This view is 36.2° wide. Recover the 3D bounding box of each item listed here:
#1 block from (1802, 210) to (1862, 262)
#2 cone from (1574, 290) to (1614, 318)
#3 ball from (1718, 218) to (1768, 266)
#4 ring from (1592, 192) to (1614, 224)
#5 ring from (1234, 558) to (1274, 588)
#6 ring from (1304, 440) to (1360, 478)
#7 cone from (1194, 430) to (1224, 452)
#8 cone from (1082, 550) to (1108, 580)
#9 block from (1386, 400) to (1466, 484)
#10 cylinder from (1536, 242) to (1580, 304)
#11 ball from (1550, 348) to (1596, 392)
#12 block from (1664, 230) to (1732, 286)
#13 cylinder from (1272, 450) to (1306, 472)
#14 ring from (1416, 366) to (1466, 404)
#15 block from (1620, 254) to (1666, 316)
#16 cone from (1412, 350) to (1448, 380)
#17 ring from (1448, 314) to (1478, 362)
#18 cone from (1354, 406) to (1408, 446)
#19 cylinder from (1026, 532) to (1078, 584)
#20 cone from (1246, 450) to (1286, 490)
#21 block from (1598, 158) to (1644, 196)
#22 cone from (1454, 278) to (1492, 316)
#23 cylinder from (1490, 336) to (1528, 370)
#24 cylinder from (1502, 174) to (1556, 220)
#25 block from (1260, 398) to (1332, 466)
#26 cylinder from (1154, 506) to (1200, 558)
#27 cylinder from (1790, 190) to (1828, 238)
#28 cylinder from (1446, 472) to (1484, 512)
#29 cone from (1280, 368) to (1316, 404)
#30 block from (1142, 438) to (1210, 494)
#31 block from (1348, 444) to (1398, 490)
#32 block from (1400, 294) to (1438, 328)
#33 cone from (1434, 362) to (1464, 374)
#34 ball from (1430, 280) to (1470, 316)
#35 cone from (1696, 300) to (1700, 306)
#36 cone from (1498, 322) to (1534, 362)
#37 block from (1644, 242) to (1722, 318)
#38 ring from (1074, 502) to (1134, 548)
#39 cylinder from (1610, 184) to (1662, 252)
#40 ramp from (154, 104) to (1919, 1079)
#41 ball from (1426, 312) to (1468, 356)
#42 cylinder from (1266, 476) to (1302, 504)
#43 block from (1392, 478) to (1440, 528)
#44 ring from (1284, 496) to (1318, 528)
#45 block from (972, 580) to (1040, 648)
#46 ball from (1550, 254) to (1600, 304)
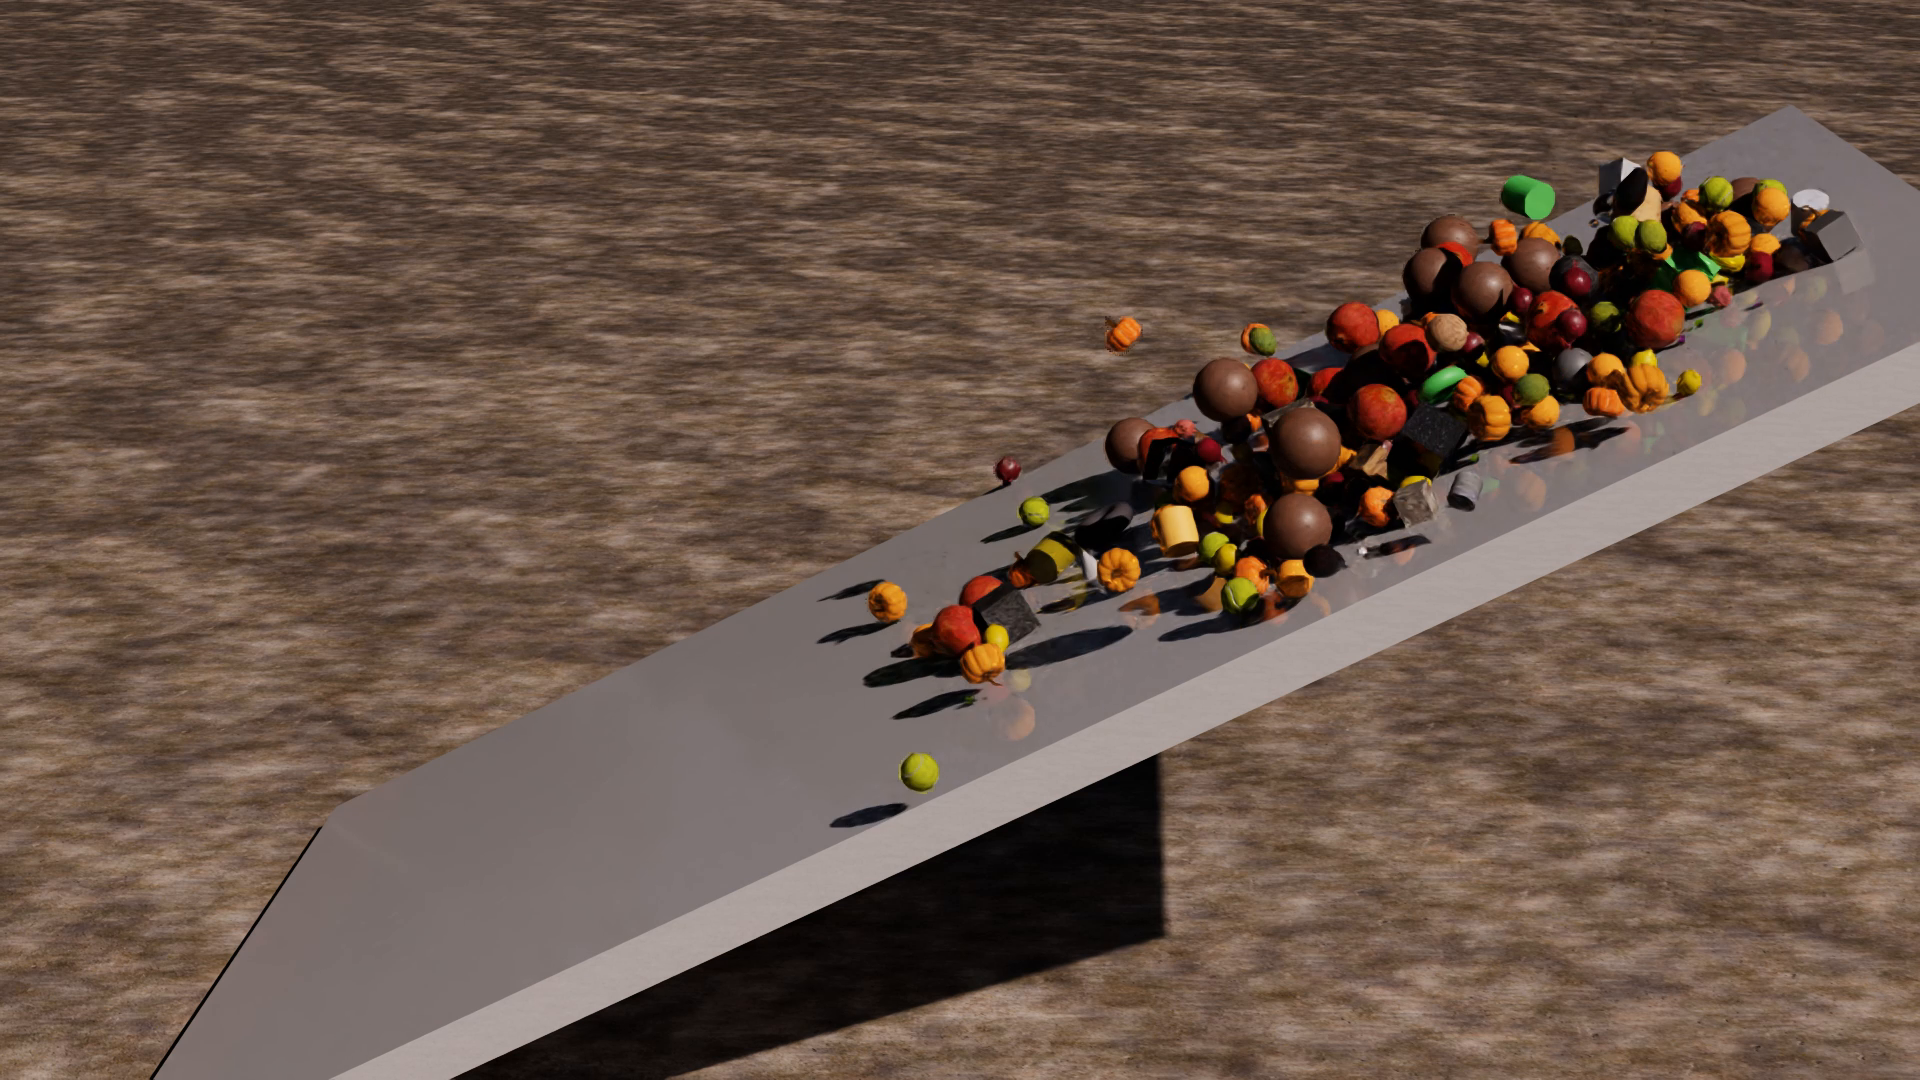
[{"bbox_3d":[1.676,-0.584,5.654,0.068,0.068,0.068,-35,14,0],"label":"block"},{"bbox_3d":[1.319,-0.486,6.063,0.074,0.074,0.074,-15,25,-41],"label":"cone"},{"bbox_3d":[1.562,-0.595,5.870,0.096,0.096,0.096,0,17,0],"label":"ball"},{"bbox_3d":[1.372,-0.690,6.120,0.109,0.036,0.109,6,-20,2],"label":"ring"},{"bbox_3d":[0.557,0.064,5.577,0.083,0.028,0.083,-28,13,7],"label":"ring"},{"bbox_3d":[0.758,-0.165,5.989,0.124,0.041,0.124,-25,15,7],"label":"ring"},{"bbox_3d":[0.559,-0.213,6.576,0.064,0.064,0.064,4,17,13],"label":"cone"},{"bbox_3d":[0.268,0.044,6.143,0.059,0.059,0.059,-26,14,7],"label":"cone"},{"bbox_3d":[0.873,-0.181,5.509,0.096,0.096,0.096,32,57,11],"label":"block"},{"bbox_3d":[1.288,-0.565,6.235,0.095,0.095,0.095,44,22,-1],"label":"cylinder"},{"bbox_3d":[1.180,-0.327,5.657,0.087,0.087,0.087,0,17,0],"label":"ball"},{"bbox_3d":[1.480,-0.557,5.897,0.088,0.088,0.088,-29,12,9],"label":"block"},{"bbox_3d":[0.702,-0.202,6.099,0.092,0.092,0.092,5,28,17],"label":"cylinder"},{"bbox_3d":[0.948,-0.303,5.799,0.109,0.036,0.109,-26,-18,-9],"label":"ring"},{"bbox_3d":[1.385,-0.515,5.924,0.081,0.081,0.081,-14,22,25],"label":"block"},{"bbox_3d":[0.968,-0.335,6.009,0.073,0.073,0.073,-2,51,-5],"label":"cone"},{"bbox_3d":[1.044,-0.424,6.185,0.103,0.103,0.034,-5,13,-17],"label":"ring"},{"bbox_3d":[0.863,-0.245,5.936,0.098,0.098,0.098,-31,13,11],"label":"cone"},{"bbox_3d":[0.195,0.037,6.265,0.081,0.081,0.081,11,35,32],"label":"cylinder"},{"bbox_3d":[0.651,-0.132,6.080,0.085,0.085,0.085,24,29,39],"label":"cone"},{"bbox_3d":[1.373,-0.746,6.108,0.064,0.064,0.064,15,-18,-32],"label":"block"},{"bbox_3d":[1.108,-0.531,6.433,0.081,0.081,0.081,-7,17,-39],"label":"cone"},{"bbox_3d":[1.122,-0.382,6.011,0.068,0.068,0.068,6,-1,18],"label":"cylinder"},{"bbox_3d":[1.163,-0.702,6.021,0.077,0.077,0.077,-9,23,-26],"label":"cylinder"},{"bbox_3d":[0.668,-0.216,5.857,0.099,0.099,0.099,-24,8,0],"label":"block"},{"bbox_3d":[0.435,-0.016,5.887,0.078,0.078,0.078,-11,-23,-5],"label":"cylinder"},{"bbox_3d":[1.681,-0.644,5.819,0.070,0.070,0.070,-6,39,5],"label":"cylinder"},{"bbox_3d":[0.895,-0.086,5.211,0.051,0.051,0.051,11,63,33],"label":"cylinder"},{"bbox_3d":[0.742,-0.325,6.563,0.085,0.085,0.085,17,-24,8],"label":"cone"},{"bbox_3d":[0.466,-0.161,6.350,0.092,0.092,0.092,19,-11,-28],"label":"block"},{"bbox_3d":[0.808,-0.144,5.733,0.062,0.062,0.062,39,-8,-18],"label":"block"},{"bbox_3d":[1.003,-0.501,6.425,0.057,0.057,0.057,-17,13,-13],"label":"block"},{"bbox_3d":[0.979,-0.335,5.921,0.056,0.056,0.056,6,15,-12],"label":"cone"},{"bbox_3d":[1.090,-0.529,6.540,0.100,0.100,0.100,0,17,0],"label":"ball"},{"bbox_3d":[1.451,-0.482,5.817,0.064,0.064,0.064,-4,41,-13],"label":"cone"},{"bbox_3d":[1.114,-0.391,5.952,0.075,0.075,0.075,11,32,-7],"label":"cone"},{"bbox_3d":[1.407,-0.507,5.728,0.089,0.089,0.089,38,49,13],"label":"block"},{"bbox_3d":[0.311,-0.034,6.355,0.142,0.047,0.142,-32,12,7],"label":"ring"},{"bbox_3d":[1.384,-0.660,6.020,0.098,0.098,0.098,4,59,13],"label":"cylinder"},{"bbox_3d":[0.140,0.168,6.281,4.000,0.100,2.000,-26,14,10],"label":"ramp"},{"bbox_3d":[0.956,-0.405,5.778,0.083,0.083,0.083,0,17,0],"label":"ball"},{"bbox_3d":[0.654,-0.099,5.924,0.052,0.052,0.052,-11,0,-33],"label":"cylinder"},{"bbox_3d":[0.843,-0.068,5.435,0.058,0.058,0.058,-22,15,26],"label":"block"},{"bbox_3d":[0.669,-0.055,5.765,0.081,0.027,0.081,-42,4,4],"label":"ring"},{"bbox_3d":[0.093,0.152,6.007,0.091,0.091,0.091,-34,14,-4],"label":"block"},{"bbox_3d":[1.228,-0.522,5.879,0.099,0.099,0.099,0,17,0],"label":"ball"}]
